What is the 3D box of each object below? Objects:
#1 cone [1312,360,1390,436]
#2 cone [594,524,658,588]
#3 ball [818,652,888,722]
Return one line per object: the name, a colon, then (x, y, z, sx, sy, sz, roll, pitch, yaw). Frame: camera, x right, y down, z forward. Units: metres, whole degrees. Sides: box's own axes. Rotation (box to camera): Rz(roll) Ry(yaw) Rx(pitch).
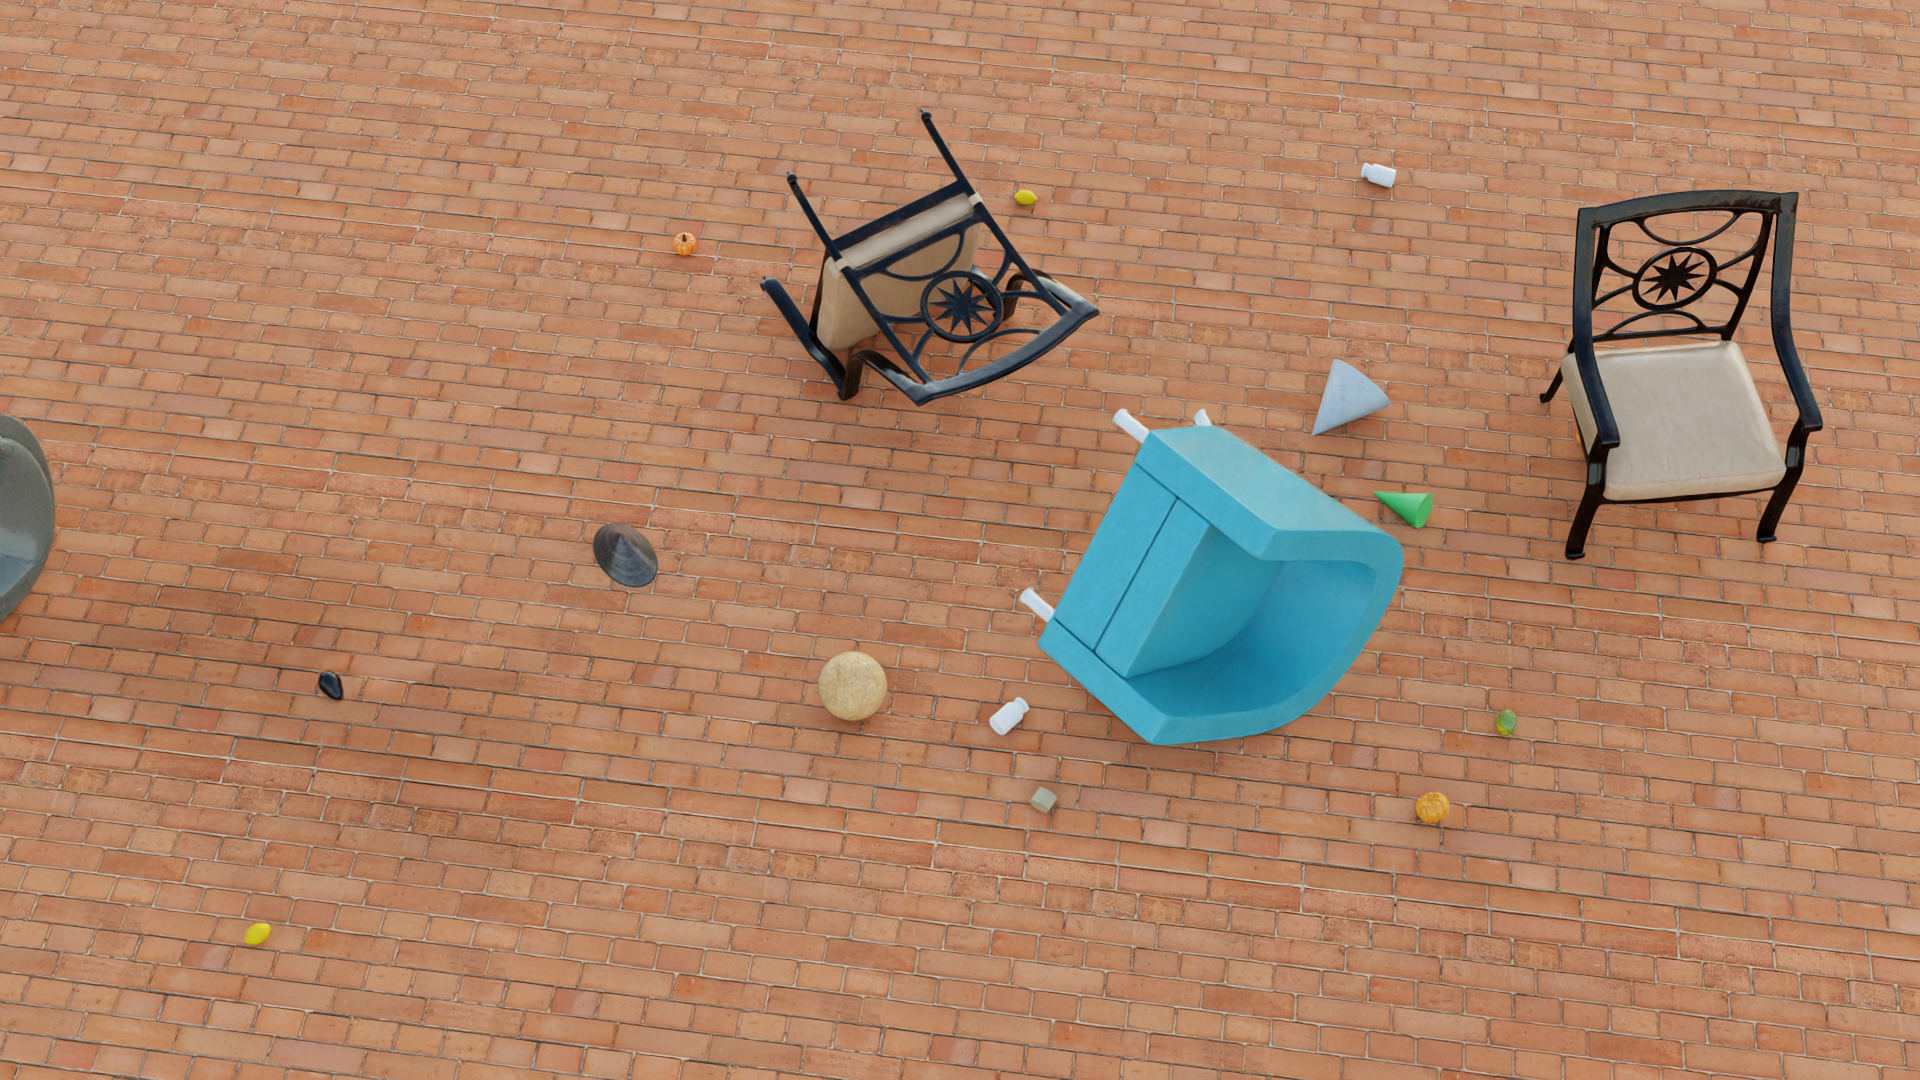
cone: (1.164, -0.403, 6.799, 0.234, 0.158, 0.238, -46, 60, -5)
cone: (-0.996, 0.013, 6.497, 0.164, 0.114, 0.258, -31, 61, -19)
ball: (-0.302, 0.411, 6.180, 0.196, 0.196, 0.196, 0, 56, 0)
